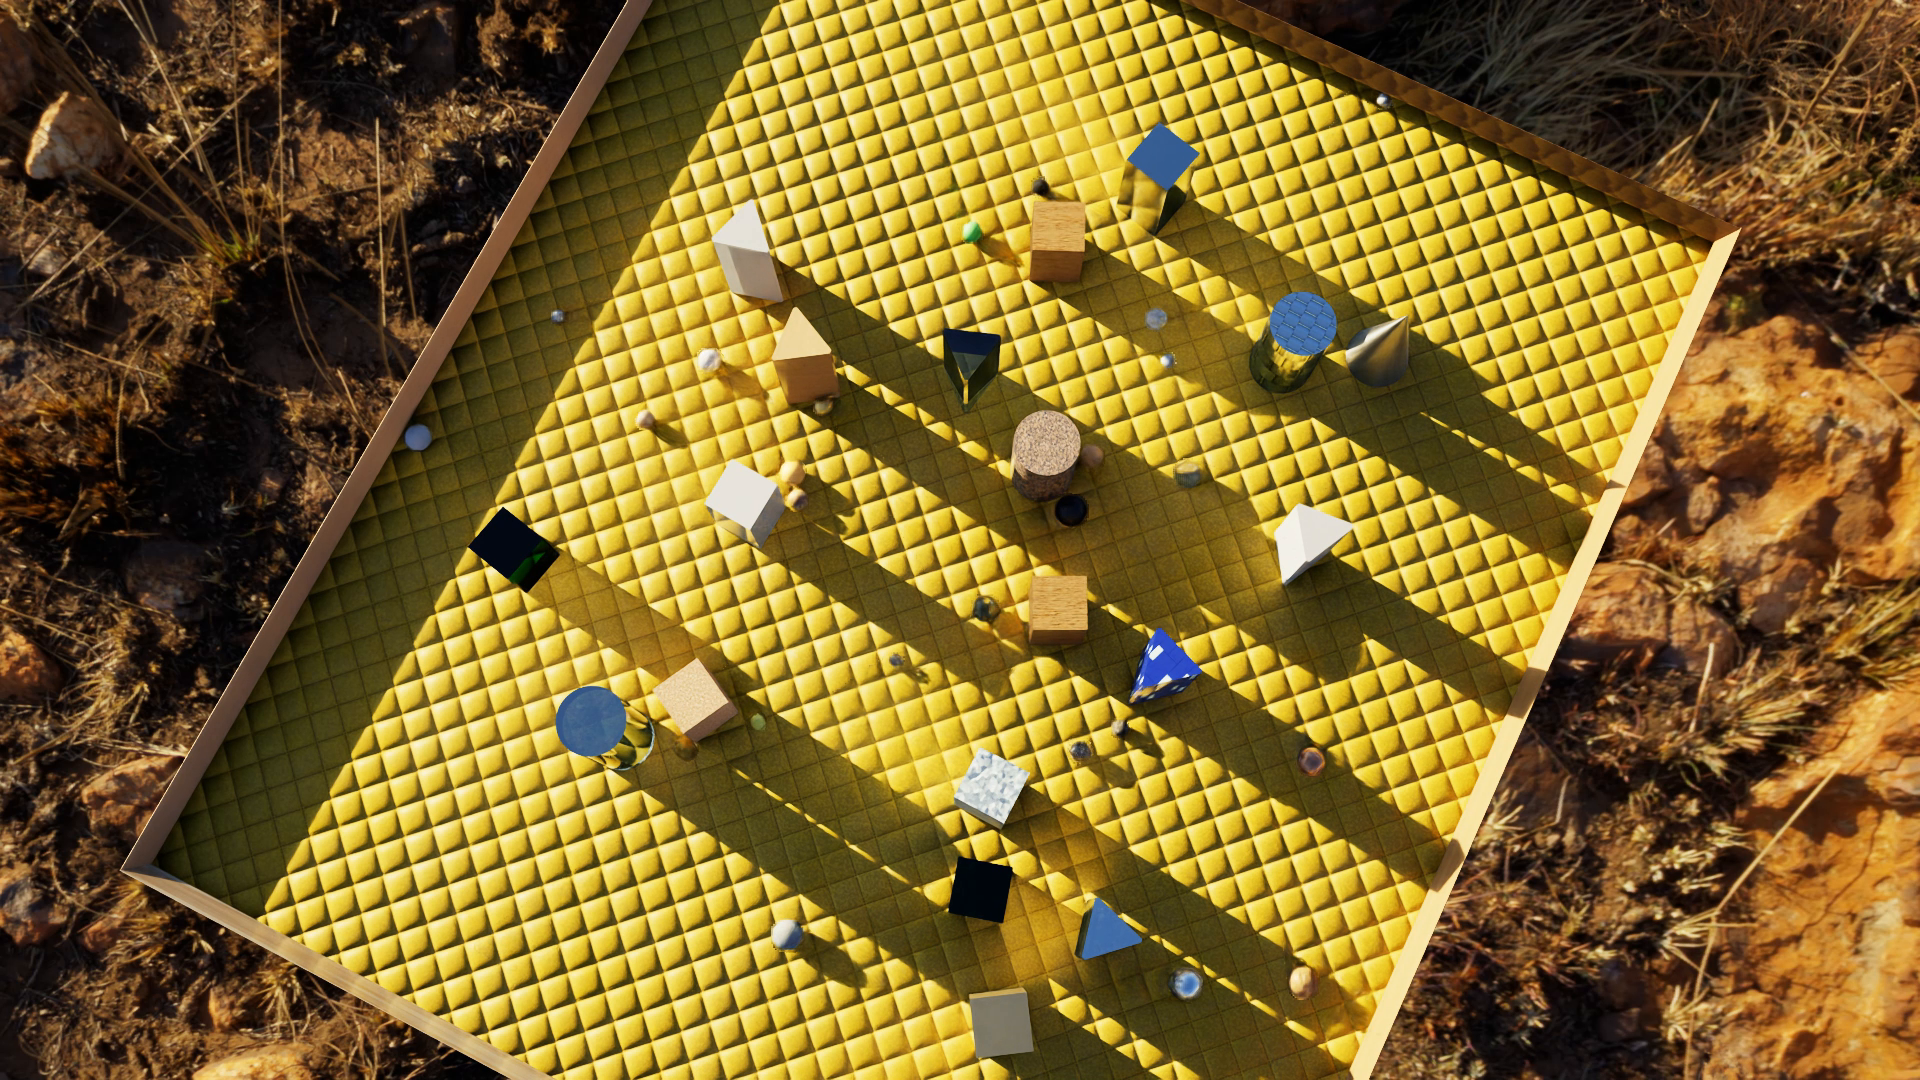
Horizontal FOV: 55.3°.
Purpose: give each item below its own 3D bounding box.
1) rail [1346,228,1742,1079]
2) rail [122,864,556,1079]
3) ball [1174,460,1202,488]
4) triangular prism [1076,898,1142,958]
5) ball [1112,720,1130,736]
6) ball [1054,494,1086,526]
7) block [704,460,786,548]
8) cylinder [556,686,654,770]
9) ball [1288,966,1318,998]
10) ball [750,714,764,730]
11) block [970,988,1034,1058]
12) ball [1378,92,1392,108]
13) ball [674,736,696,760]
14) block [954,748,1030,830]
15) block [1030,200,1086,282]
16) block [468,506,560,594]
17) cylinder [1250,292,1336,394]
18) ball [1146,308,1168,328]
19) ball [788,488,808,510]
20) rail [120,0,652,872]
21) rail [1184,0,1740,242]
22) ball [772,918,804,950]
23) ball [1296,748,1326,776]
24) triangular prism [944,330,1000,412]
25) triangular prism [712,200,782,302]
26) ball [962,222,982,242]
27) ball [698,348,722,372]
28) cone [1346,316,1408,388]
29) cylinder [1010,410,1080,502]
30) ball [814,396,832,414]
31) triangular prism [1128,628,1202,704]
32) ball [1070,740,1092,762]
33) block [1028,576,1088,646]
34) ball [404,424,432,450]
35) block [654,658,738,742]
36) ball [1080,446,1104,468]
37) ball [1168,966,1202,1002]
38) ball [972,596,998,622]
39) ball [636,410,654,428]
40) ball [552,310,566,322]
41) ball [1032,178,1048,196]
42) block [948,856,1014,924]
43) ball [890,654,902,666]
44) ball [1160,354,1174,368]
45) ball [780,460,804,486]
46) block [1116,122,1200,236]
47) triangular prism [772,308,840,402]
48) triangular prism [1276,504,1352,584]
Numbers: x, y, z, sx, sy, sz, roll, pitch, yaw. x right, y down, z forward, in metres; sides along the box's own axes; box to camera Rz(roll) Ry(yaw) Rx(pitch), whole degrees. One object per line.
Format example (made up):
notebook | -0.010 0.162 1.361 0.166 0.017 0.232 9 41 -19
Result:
rail | 1.527 0.755 5.394 0.045 0.127 3.924 26 80 5
rail | -0.867 1.704 5.198 3.462 0.127 0.045 26 80 5
ball | 0.700 -0.202 5.615 0.085 0.085 0.085 0 78 0
triangular prism | 0.399 1.092 5.218 0.170 0.338 0.147 -16 79 -3
ball | 0.480 0.561 5.474 0.052 0.052 0.052 0 78 0
ball | 0.337 -0.090 5.585 0.098 0.098 0.098 0 78 0
block | -0.640 -0.105 5.493 0.157 0.286 0.157 29 80 6
cylinder | -1.014 0.545 5.264 0.196 0.469 0.196 0 78 0
ball | 0.994 1.279 5.307 0.087 0.087 0.087 0 78 0
ball | -0.606 0.544 5.482 0.044 0.044 0.044 0 78 0
block | 0.113 1.353 5.150 0.157 0.365 0.157 -6 78 -1
ball | 1.363 -1.414 5.886 0.045 0.045 0.045 0 78 0
ball | -0.819 0.619 5.454 0.067 0.067 0.067 0 78 0
block | 0.089 0.718 5.278 0.157 0.373 0.157 27 80 5
block | 0.299 -0.920 5.667 0.157 0.273 0.157 2 78 0
block | -1.332 0.032 5.487 0.157 0.241 0.157 38 81 7
cylinder | 1.002 -0.592 5.539 0.196 0.392 0.196 0 78 0
ball | 0.615 -0.693 5.727 0.064 0.064 0.064 0 78 0
ball | -0.497 -0.125 5.611 0.062 0.062 0.062 0 78 0
rail | -1.527 -0.741 5.704 0.045 0.127 3.924 26 80 5
rail | 0.867 -1.691 5.900 3.462 0.127 0.045 26 80 5
ball | -0.501 1.148 5.333 0.090 0.090 0.090 0 78 0
ball | 1.042 0.657 5.438 0.084 0.084 0.084 0 78 0
triangular prism | 0.010 -0.539 5.544 0.147 0.360 0.170 36 81 7
triangular prism | -0.625 -0.884 5.574 0.170 0.442 0.147 12 79 2
ball | 0.038 -0.973 5.785 0.064 0.064 0.064 0 78 0
ball | -0.778 -0.558 5.696 0.072 0.072 0.072 0 78 0
cone | 1.306 -0.614 5.534 0.196 0.410 0.196 0 78 0
cylinder | 0.253 -0.248 5.492 0.196 0.344 0.196 0 78 0
ball | -0.422 -0.416 5.674 0.056 0.056 0.056 0 78 0
triangular prism | 0.572 0.360 5.318 0.170 0.440 0.147 -13 79 -3
ball | 0.358 0.630 5.454 0.064 0.064 0.064 0 78 0
block | 0.288 0.211 5.420 0.157 0.300 0.157 0 78 0
ball | -1.667 -0.317 5.641 0.080 0.080 0.080 0 78 0
block | -0.773 0.473 5.381 0.157 0.269 0.157 -35 80 -7
ball | 0.404 -0.255 5.633 0.071 0.071 0.071 0 78 0
ball | 0.652 1.284 5.302 0.096 0.096 0.096 0 78 0
ball | 0.076 0.207 5.532 0.081 0.081 0.081 0 78 0
ball | -0.972 -0.375 5.667 0.054 0.054 0.054 0 78 0
ball | -1.257 -0.701 5.740 0.042 0.042 0.042 0 78 0
ball | 0.255 -1.122 5.822 0.053 0.053 0.053 0 78 0
block | 0.058 1.006 5.258 0.157 0.295 0.157 11 79 2
ball | -0.193 0.362 5.521 0.041 0.041 0.041 0 78 0
ball | 0.647 -0.559 5.711 0.041 0.041 0.041 0 78 0
ball | -0.515 -0.205 5.620 0.076 0.076 0.076 0 78 0
block | 0.607 -1.107 5.654 0.157 0.376 0.157 39 81 7
triangular prism | -0.466 -0.555 5.500 0.170 0.453 0.147 -8 78 -2
triangular prism | 1.012 -0.008 5.424 0.170 0.381 0.147 -37 81 -7
